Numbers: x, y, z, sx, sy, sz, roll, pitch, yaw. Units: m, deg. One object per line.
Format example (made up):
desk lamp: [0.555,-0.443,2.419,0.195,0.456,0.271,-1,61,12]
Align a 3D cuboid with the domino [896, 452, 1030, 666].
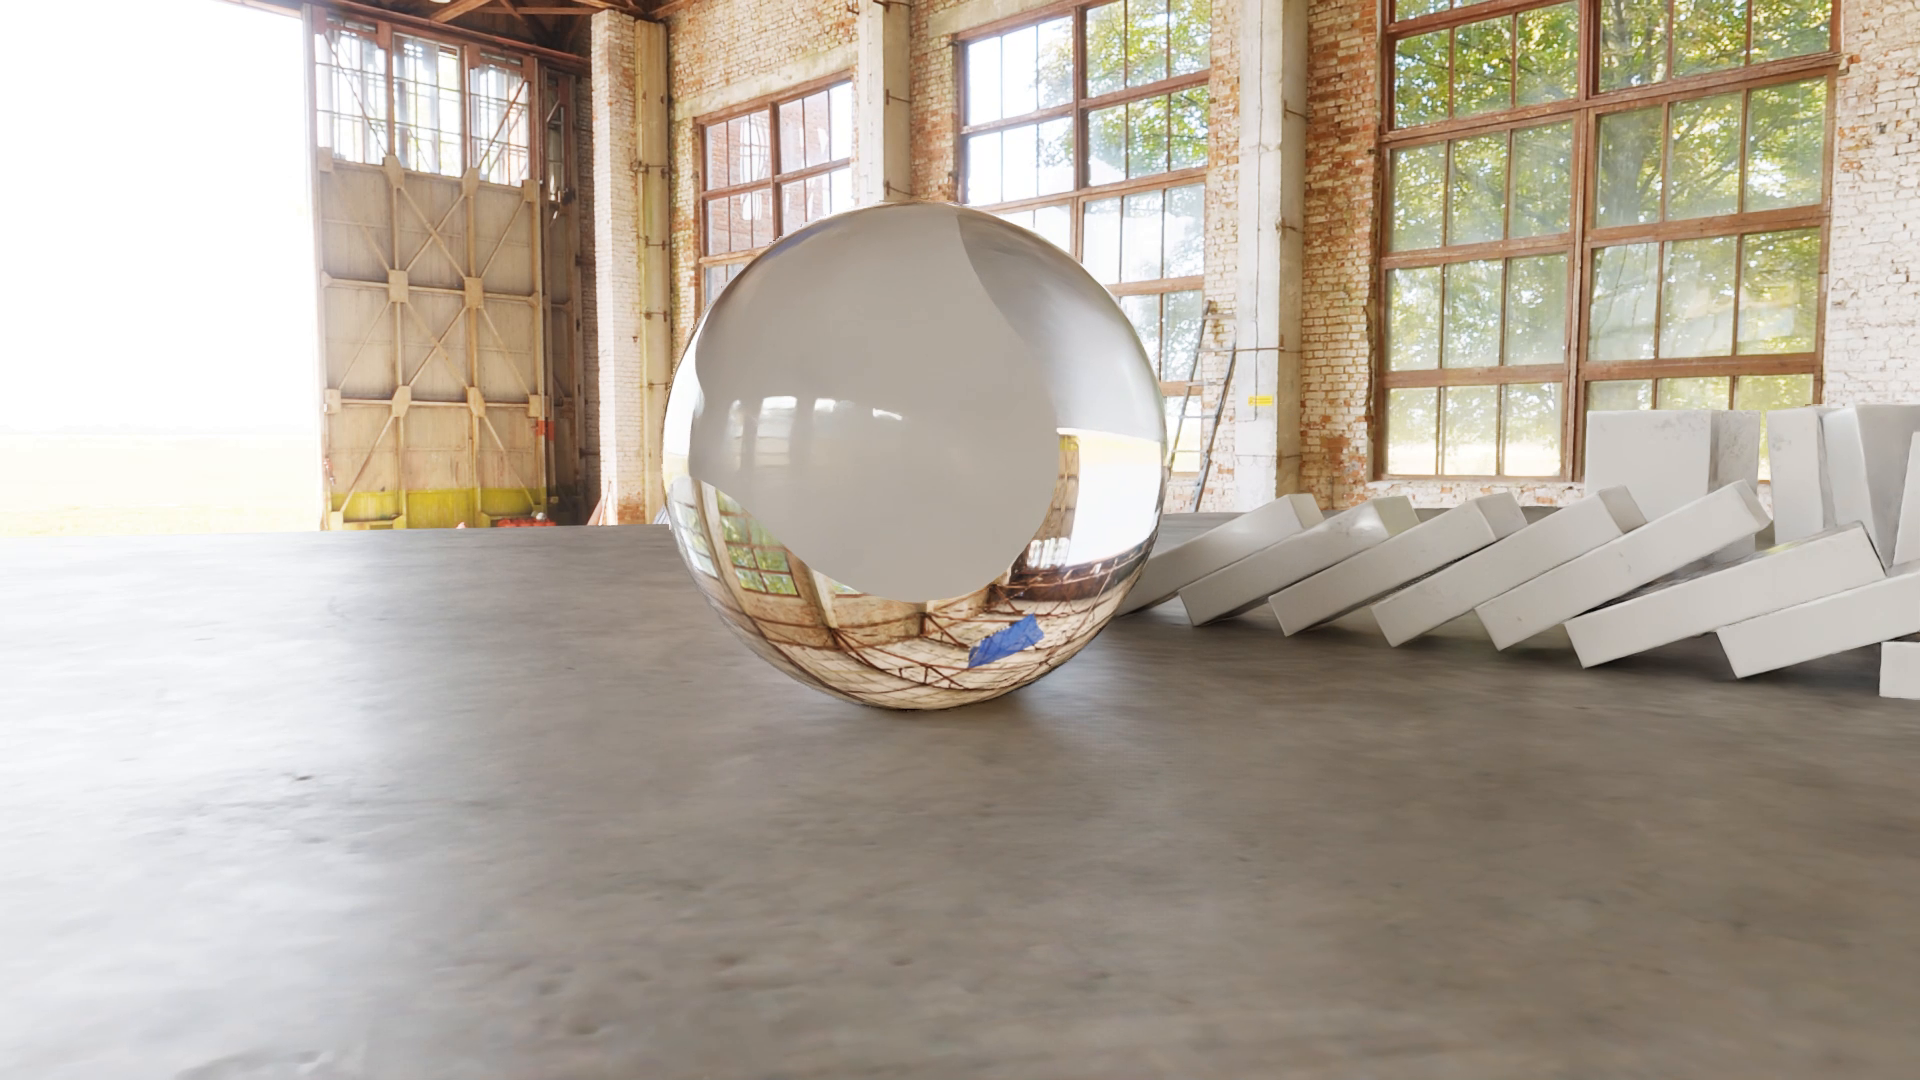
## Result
domino: [0.002,0.003,0.260,0.025,0.009,0.050,0,46,3]

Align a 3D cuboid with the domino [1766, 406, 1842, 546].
domino: [0.195,-0.005,0.294,0.025,0.050,0.010,-4,0,-44]

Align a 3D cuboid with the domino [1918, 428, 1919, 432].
domino: [0.207,-0.001,0.258,0.025,0.050,0.010,3,-21,38]

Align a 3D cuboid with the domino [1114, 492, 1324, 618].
domino: [0.061,0.004,0.309,0.050,0.010,0.025,-27,-10,26]

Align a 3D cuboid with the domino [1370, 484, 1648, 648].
domino: [0.112,0.006,0.264,0.050,0.009,0.025,-35,-16,35]

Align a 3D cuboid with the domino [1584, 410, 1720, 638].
domino: [0.156,-0.004,0.292,0.025,0.050,0.010,4,6,40]

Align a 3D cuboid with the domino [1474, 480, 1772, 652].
domino: [0.128,0.005,0.249,0.050,0.010,0.025,-34,-16,33]

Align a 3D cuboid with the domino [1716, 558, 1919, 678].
domino: [0.163,0.010,0.224,0.050,0.009,0.025,-27,-12,41]

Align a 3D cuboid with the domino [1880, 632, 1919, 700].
domino: [0.183,0.022,0.212,0.050,0.009,0.025,3,5,36]

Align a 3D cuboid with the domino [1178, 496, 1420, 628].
domino: [0.078,0.005,0.294,0.050,0.009,0.025,-29,-13,34]

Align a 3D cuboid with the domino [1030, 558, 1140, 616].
domino: [0.031,0.012,0.345,0.025,0.009,0.050,2,5,29]

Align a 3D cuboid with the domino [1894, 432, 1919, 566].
domino: [0.194,0.002,0.244,0.025,0.050,0.010,4,-33,42]

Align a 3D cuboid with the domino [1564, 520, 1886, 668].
domino: [0.142,0.010,0.240,0.050,0.009,0.025,-25,-11,34]

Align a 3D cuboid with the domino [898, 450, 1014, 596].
domino: [0.000,0.000,0.289,0.025,0.009,0.050,0,46,2]

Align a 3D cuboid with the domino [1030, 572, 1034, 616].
domino: [0.003,0.004,0.324,0.025,0.009,0.050,-5,24,-2]

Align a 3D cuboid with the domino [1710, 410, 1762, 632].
domino: [0.176,-0.005,0.301,0.010,0.050,0.025,1,4,8]

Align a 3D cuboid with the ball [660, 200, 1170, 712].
ball: [-0.007,-0.013,0.205,0.080,0.080,0.080,0,4,0]

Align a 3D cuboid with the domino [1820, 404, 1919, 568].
domino: [0.204,-0.004,0.277,0.025,0.050,0.010,-1,-10,-8]

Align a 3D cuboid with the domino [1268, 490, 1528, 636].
domino: [0.095,0.005,0.279,0.050,0.010,0.025,-32,-15,36]
